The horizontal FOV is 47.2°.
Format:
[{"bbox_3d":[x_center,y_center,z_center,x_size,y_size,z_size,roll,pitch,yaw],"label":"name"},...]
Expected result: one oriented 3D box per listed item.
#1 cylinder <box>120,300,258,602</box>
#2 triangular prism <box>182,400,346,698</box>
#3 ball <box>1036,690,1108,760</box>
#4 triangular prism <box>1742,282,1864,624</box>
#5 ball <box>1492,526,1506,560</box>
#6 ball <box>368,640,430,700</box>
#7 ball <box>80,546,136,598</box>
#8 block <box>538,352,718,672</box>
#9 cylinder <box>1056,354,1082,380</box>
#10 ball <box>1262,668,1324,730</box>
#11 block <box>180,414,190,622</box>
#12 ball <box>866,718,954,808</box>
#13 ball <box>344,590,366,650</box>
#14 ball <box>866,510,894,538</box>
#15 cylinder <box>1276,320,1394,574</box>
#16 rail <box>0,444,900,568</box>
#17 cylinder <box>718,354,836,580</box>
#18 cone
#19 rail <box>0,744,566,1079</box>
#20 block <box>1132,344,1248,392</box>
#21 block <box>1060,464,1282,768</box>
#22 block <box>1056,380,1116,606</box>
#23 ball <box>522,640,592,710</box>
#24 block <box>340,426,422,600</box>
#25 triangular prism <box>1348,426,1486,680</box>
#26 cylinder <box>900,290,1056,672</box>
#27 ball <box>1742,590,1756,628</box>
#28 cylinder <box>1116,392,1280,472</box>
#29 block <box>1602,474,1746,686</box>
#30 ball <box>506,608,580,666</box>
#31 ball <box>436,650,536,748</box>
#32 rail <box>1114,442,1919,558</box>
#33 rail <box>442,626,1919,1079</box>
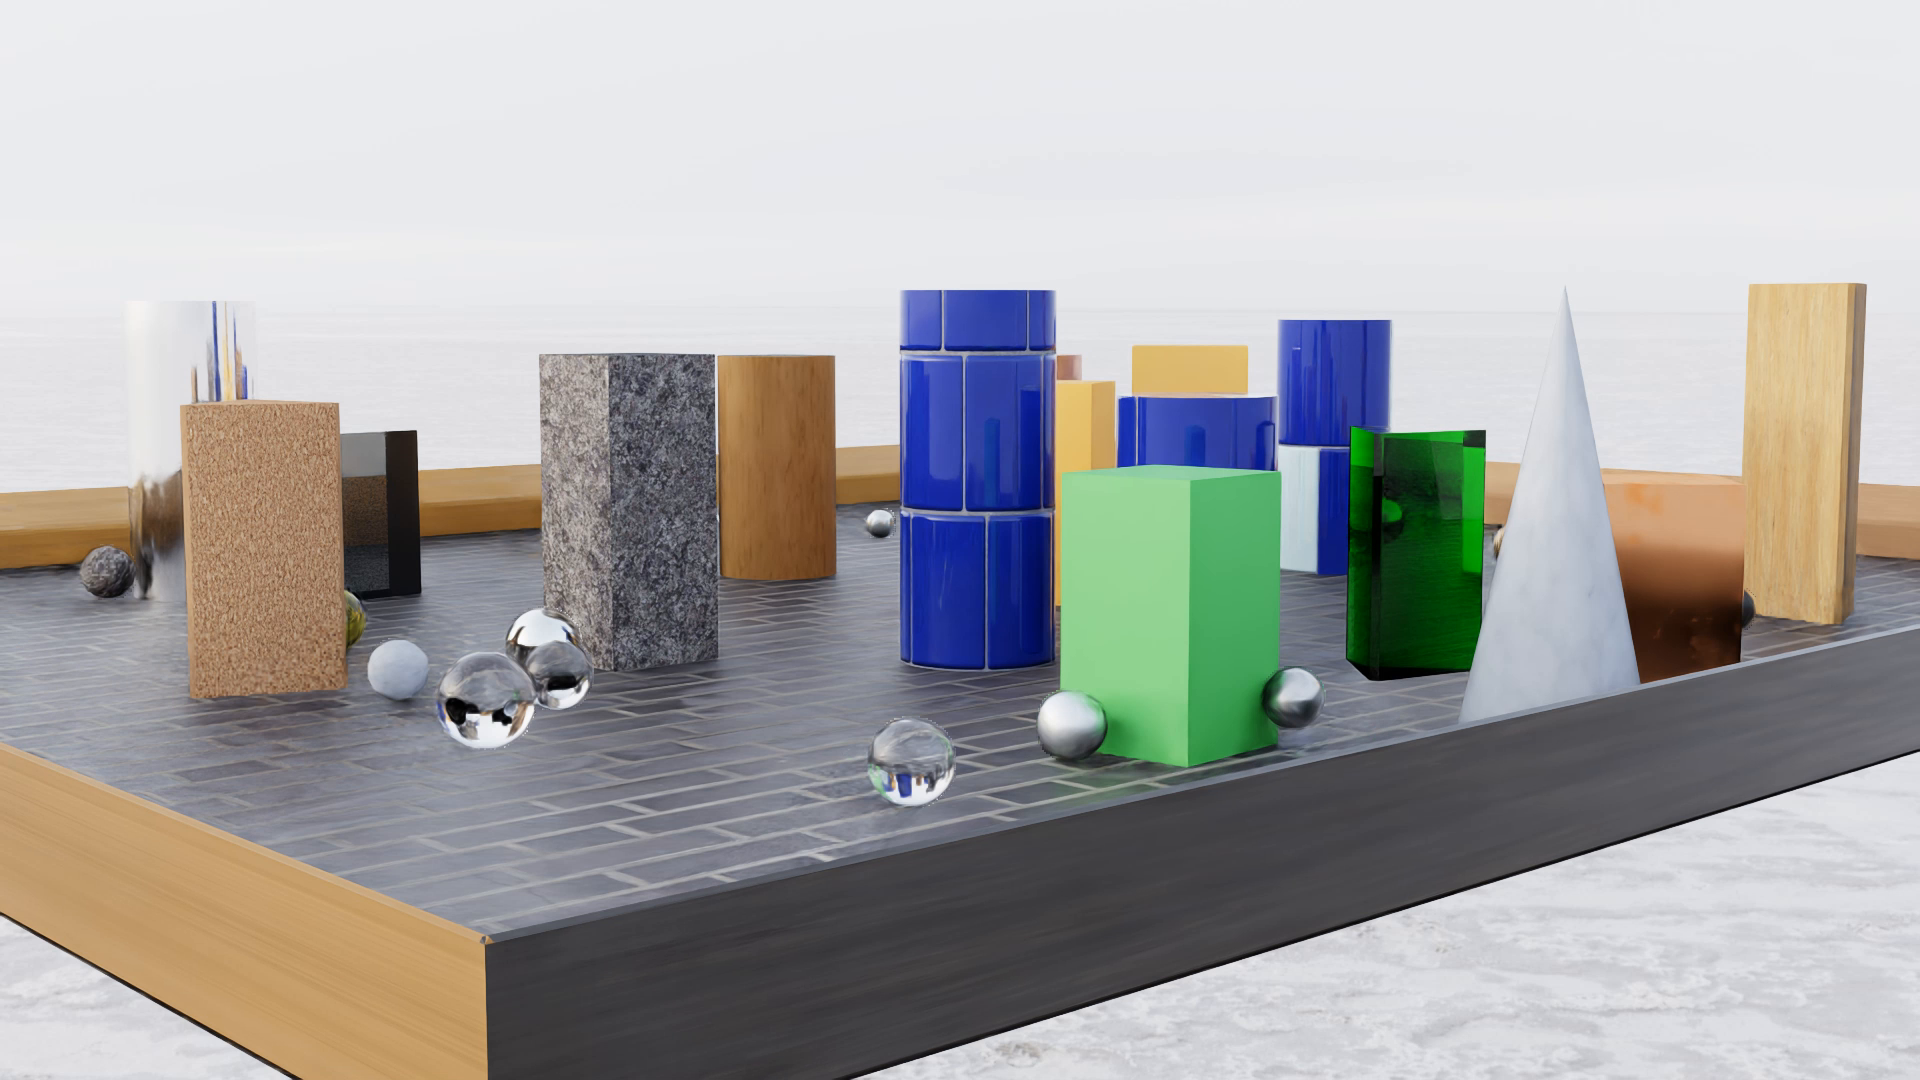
[{"bbox_3d":[-1.205,-0.145,3.459,0.199,0.460,0.199,0,6,0],"label":"cylinder"},{"bbox_3d":[-0.835,0.004,2.623,0.173,0.338,0.150,-3,6,-23],"label":"triangular prism"},{"bbox_3d":[0.111,0.184,2.186,0.070,0.070,0.070,0,6,0],"label":"ball"},{"bbox_3d":[1.265,-0.131,3.216,0.150,0.484,0.173,-4,7,-33],"label":"triangular prism"},{"bbox_3d":[0.961,0.011,3.791,0.082,0.082,0.082,0,6,0],"label":"ball"},{"bbox_3d":[-0.646,0.149,2.527,0.069,0.069,0.069,0,6,0],"label":"ball"},{"bbox_3d":[-1.314,0.050,3.390,0.080,0.080,0.080,0,6,0],"label":"ball"},{"bbox_3d":[-0.424,-0.042,2.814,0.159,0.390,0.159,-5,8,-42],"label":"block"},{"bbox_3d":[0.108,-0.132,3.763,0.199,0.371,0.199,0,6,0],"label":"cylinder"},{"bbox_3d":[0.338,0.161,2.230,0.062,0.062,0.062,0,6,0],"label":"ball"},{"bbox_3d":[-1.031,-0.031,3.166,0.159,0.295,0.159,-2,6,-21],"label":"block"},{"bbox_3d":[-0.044,0.201,1.981,0.079,0.079,0.079,0,6,0],"label":"ball"},{"bbox_3d":[-0.819,0.105,2.863,0.087,0.087,0.087,0,6,0],"label":"ball"},{"bbox_3d":[-0.157,-0.031,4.319,0.056,0.056,0.056,0,6,0],"label":"ball"},{"bbox_3d":[0.646,-0.165,3.801,0.199,0.430,0.199,0,6,0],"label":"cylinder"},{"bbox_3d":[-0.987,-0.077,4.396,3.380,0.129,0.045,-5,8,-42],"label":"rail"},{"bbox_3d":[-0.310,-0.128,3.735,0.199,0.370,0.199,0,6,0],"label":"cylinder"},{"bbox_3d":[0.635,-0.034,2.333,0.199,0.473,0.199,0,6,0],"label":"cone"},{"bbox_3d":[-1.225,0.151,2.208,0.045,0.129,2.960,-5,8,-42],"label":"rail"},{"bbox_3d":[0.325,-0.078,3.127,0.159,0.396,0.159,1,6,6],"label":"block"},{"bbox_3d":[0.215,0.071,2.250,0.159,0.282,0.159,5,8,41],"label":"block"},{"bbox_3d":[0.144,-0.077,3.406,0.159,0.336,0.159,2,6,17],"label":"block"},{"bbox_3d":[-0.452,0.151,2.464,0.077,0.077,0.077,0,6,0],"label":"ball"},{"bbox_3d":[-0.965,-0.044,3.462,0.159,0.259,0.159,5,8,42],"label":"block"},{"bbox_3d":[0.537,0.010,2.747,0.173,0.299,0.150,-3,7,-30],"label":"triangular prism"},{"bbox_3d":[0.023,-0.081,2.798,0.199,0.470,0.199,0,6,0],"label":"cylinder"},{"bbox_3d":[1.078,0.096,3.072,0.062,0.062,0.062,0,6,0],"label":"ball"},{"bbox_3d":[0.292,-0.009,2.724,0.199,0.342,0.199,0,6,0],"label":"cylinder"},{"bbox_3d":[0.831,0.050,2.621,0.159,0.246,0.159,1,6,6],"label":"block"},{"bbox_3d":[-0.502,0.127,2.646,0.088,0.088,0.088,0,6,0],"label":"ball"},{"bbox_3d":[-0.484,0.163,2.243,0.100,0.100,0.100,0,6,0],"label":"ball"},{"bbox_3d":[1.225,-0.083,4.456,0.045,0.129,2.960,-5,8,-42],"label":"rail"},{"bbox_3d":[0.987,0.145,2.267,3.380,0.129,0.045,-5,8,-42],"label":"rail"}]
